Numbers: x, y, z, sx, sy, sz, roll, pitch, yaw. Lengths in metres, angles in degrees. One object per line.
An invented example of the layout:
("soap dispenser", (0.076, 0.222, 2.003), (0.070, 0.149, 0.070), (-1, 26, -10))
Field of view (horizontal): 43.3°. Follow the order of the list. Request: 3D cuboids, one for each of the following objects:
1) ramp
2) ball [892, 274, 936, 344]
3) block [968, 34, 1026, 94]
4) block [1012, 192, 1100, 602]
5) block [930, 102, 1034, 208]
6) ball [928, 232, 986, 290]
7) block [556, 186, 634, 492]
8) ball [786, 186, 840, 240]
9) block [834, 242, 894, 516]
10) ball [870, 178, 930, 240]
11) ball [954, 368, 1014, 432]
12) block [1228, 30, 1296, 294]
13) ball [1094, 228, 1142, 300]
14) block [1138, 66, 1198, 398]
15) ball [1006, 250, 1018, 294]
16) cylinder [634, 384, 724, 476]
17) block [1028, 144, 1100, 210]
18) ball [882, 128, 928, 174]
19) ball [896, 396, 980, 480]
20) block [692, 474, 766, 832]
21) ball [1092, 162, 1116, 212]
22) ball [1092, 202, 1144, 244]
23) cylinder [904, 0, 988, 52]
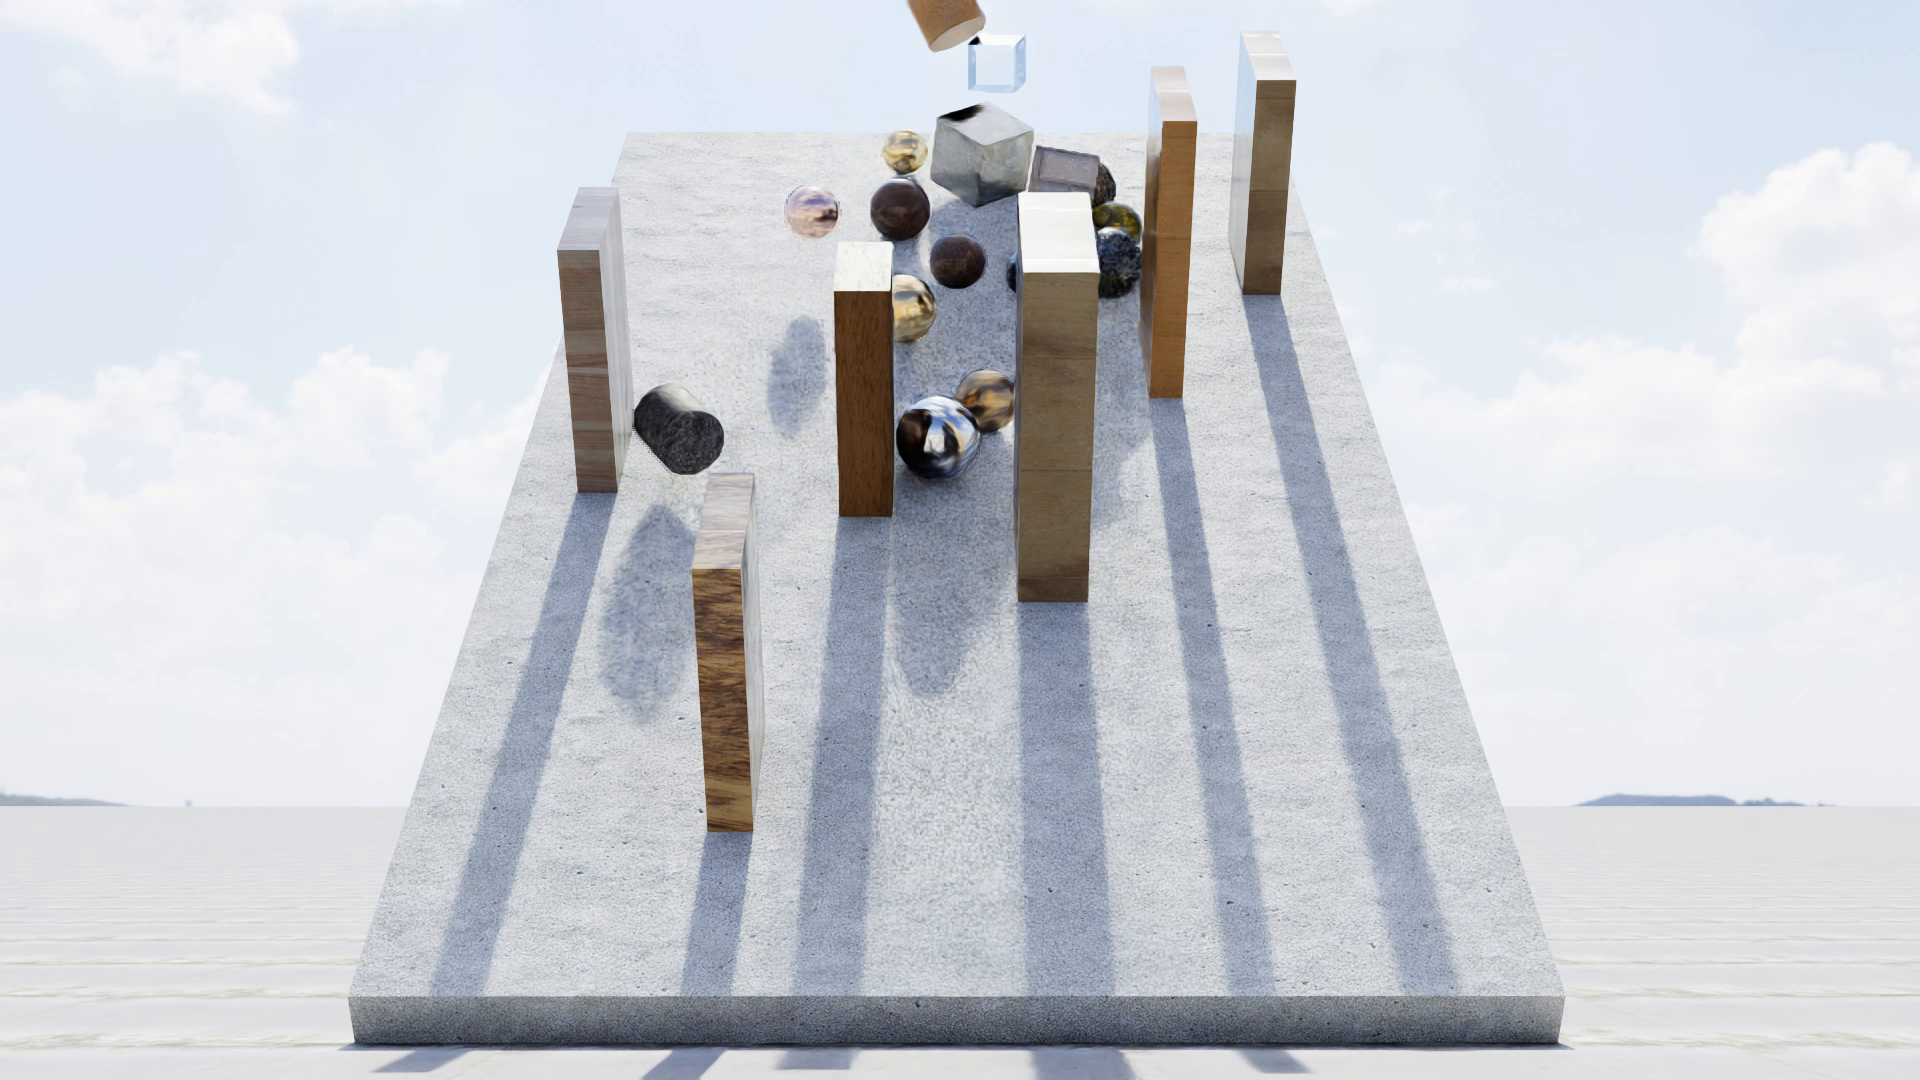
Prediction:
("ramp", (-0.013, -0.209, 5.722), (2.000, 0.100, 4.000), (0, 30, 0))
("ball", (-0.145, -0.584, 6.098), (0.173, 0.173, 0.173), (0, -6, 0))
("block", (0.109, -1.415, 7.169), (0.140, 0.140, 0.140), (5, 25, 14))
("block", (0.194, -0.296, 5.028), (0.147, 0.747, 0.410), (0, 30, 0))
("block", (0.063, -1.110, 6.952), (0.200, 0.200, 0.200), (-25, 47, -36))
("ball", (-0.007, -0.726, 6.296), (0.147, 0.147, 0.147), (0, -6, 0))
("block", (-0.815, -0.452, 5.446), (0.090, 0.591, 0.359), (0, 30, 0))
("ball", (-0.396, -0.879, 6.490), (0.144, 0.144, 0.144), (0, -6, 0))
("block", (-0.208, -0.353, 5.325), (0.118, 0.545, 0.261), (0, 30, 0))
("ball", (-0.166, -0.912, 6.667), (0.169, 0.169, 0.169), (0, -6, 0))
("ball", (0.062, -0.327, 5.677), (0.150, 0.150, 0.150), (0, -6, 0))
("block", (0.797, -1.002, 6.407), (0.101, 0.592, 0.392), (0, 30, 0))
("ball", (0.389, -0.722, 6.327), (0.185, 0.185, 0.185), (0, -6, 0))
("block", (0.500, -0.744, 5.847), (0.081, 0.705, 0.378), (0, 30, 0))
("ball", (0.191, -0.701, 6.329), (0.145, 0.145, 0.145), (0, -6, 0))
("cylinder", (-0.634, -0.250, 5.446), (0.156, 0.156, 0.156), (4, 24, -33))
("block", (0.274, -0.954, 6.522), (0.172, 0.172, 0.172), (10, 1, -1))
("ball", (-0.162, -1.144, 7.104), (0.133, 0.133, 0.133), (0, -6, 0))
("ball", (-0.051, -0.231, 5.470), (0.190, 0.190, 0.190), (0, -6, 0))
("block", (-0.413, 0.202, 4.357), (0.083, 0.551, 0.338), (0, 30, 0))
("ball", (0.345, -0.982, 6.775), (0.185, 0.185, 0.185), (0, -6, 0))
("ball", (0.420, -0.842, 6.564), (0.155, 0.155, 0.155), (0, -6, 0))
("cylinder", (-0.048, -1.576, 7.141), (0.191, 0.191, 0.191), (-27, -6, -3))
